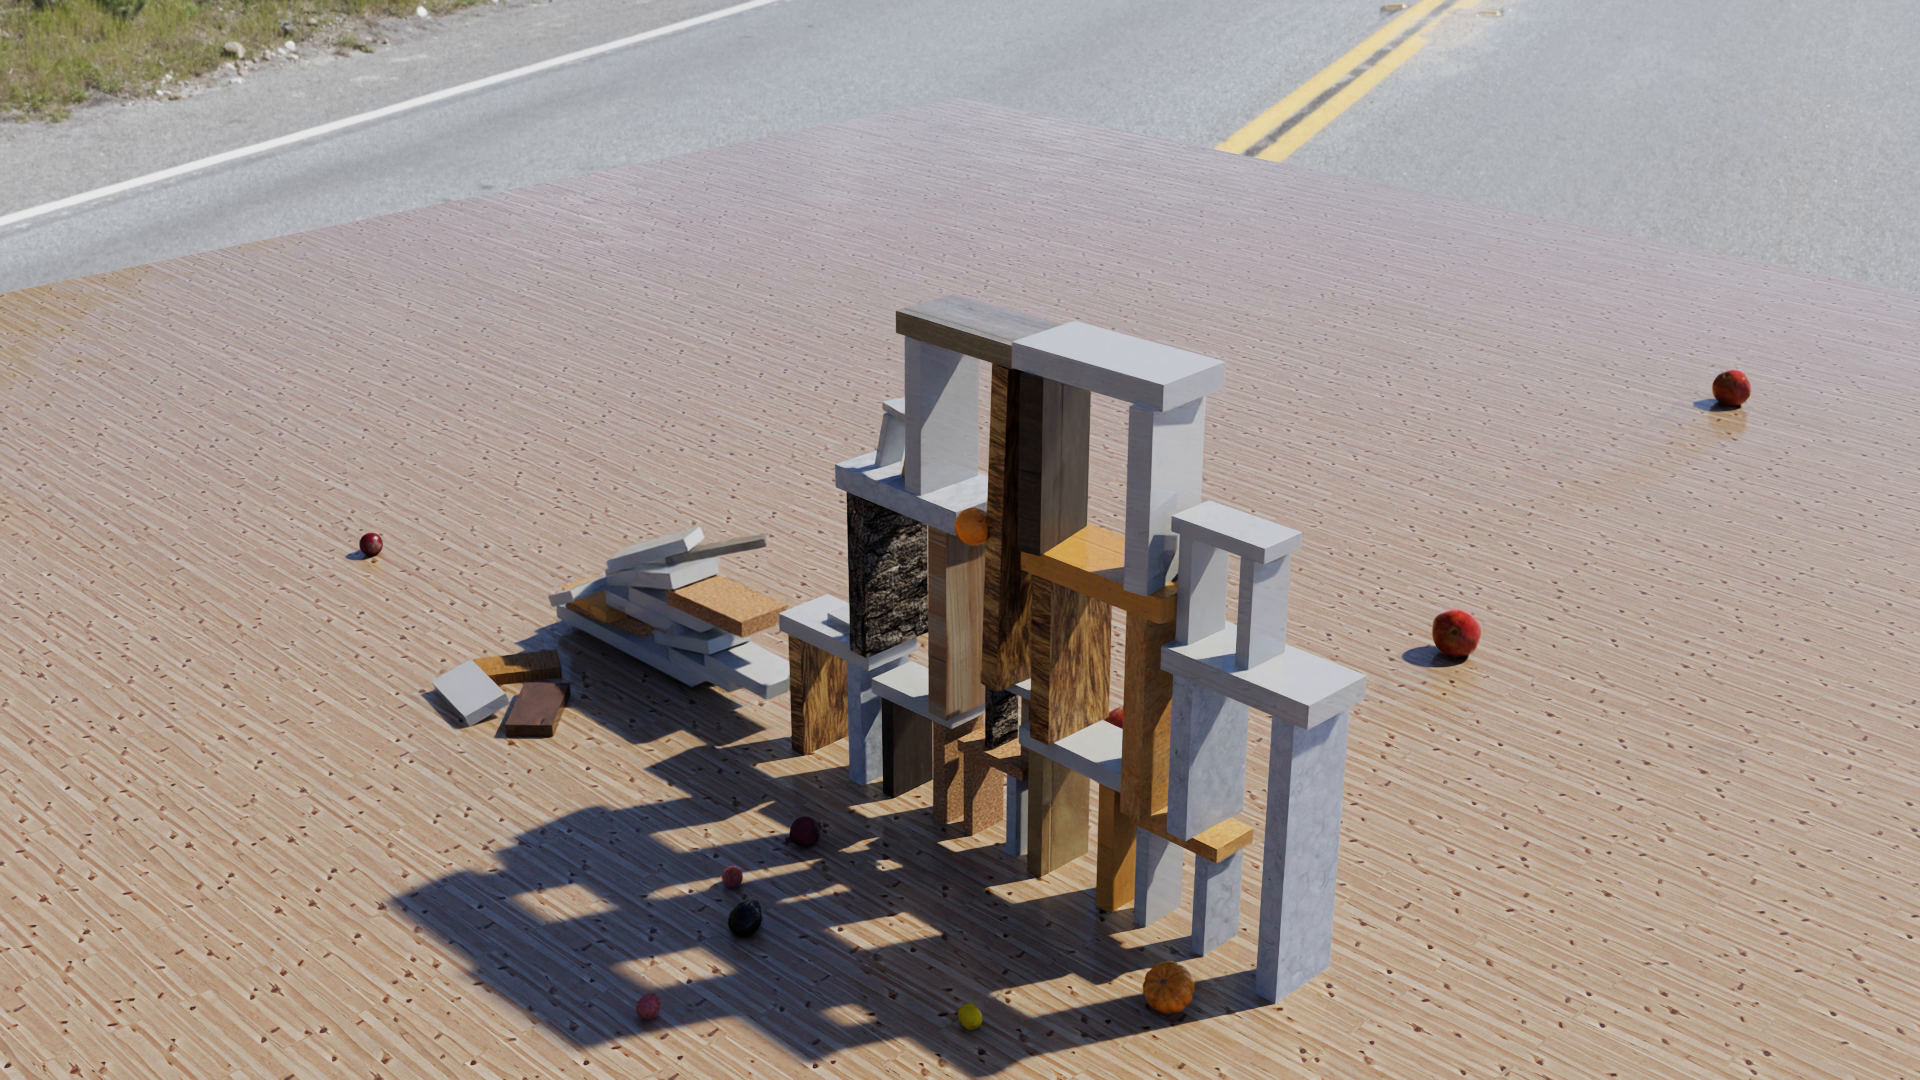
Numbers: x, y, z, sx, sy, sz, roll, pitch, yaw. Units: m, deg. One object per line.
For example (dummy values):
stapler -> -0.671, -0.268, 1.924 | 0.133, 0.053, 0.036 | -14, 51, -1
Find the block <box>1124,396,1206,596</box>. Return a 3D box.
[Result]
block -> 0.353, -0.089, 3.790 | 0.048, 0.337, 0.169 | 16, 28, 34

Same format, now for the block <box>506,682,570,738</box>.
block -> -0.929, 0.373, 4.845 | 0.102, 0.029, 0.203 | 1, 23, 1

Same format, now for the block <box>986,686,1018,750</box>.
block -> 0.081, 0.330, 4.284 | 0.020, 0.143, 0.072 | 21, 31, 41

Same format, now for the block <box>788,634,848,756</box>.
block -> -0.297, 0.308, 4.682 | 0.039, 0.274, 0.137 | 21, 31, 40

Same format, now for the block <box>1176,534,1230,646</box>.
block -> 0.420, 0.073, 3.806 | 0.100, 0.201, 0.028 | -20, 30, -39

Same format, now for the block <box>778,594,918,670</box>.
block -> -0.233, 0.190, 4.561 | 0.274, 0.039, 0.137 | 21, 31, 40

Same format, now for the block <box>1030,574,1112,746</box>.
block -> 0.207, 0.200, 4.088 | 0.166, 0.333, 0.047 | -21, 31, -40

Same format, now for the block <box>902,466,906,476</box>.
block -> -0.077, -0.178, 4.224 | 0.058, 0.115, 0.016 | -21, 46, -40

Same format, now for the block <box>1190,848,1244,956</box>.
block -> 0.466, 0.642, 3.985 | 0.029, 0.204, 0.102 | 21, 31, 40

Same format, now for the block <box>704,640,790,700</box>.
block -> -0.449, 0.282, 4.818 | 0.112, 0.032, 0.223 | -20, 30, -38

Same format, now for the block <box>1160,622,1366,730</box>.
block -> 0.516, 0.226, 3.760 | 0.159, 0.045, 0.318 | -21, 31, -40

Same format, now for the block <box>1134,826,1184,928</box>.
block -> 0.369, 0.605, 4.073 | 0.029, 0.204, 0.102 | 21, 31, 41

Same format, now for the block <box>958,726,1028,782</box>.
block -> 0.089, 0.415, 4.299 | 0.176, 0.025, 0.088 | 21, 31, 41

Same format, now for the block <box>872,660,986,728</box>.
block -> -0.058, 0.310, 4.413 | 0.225, 0.032, 0.113 | 21, 31, 39

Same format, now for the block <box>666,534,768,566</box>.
block -> -0.551, 0.021, 4.981 | 0.228, 0.019, 0.067 | -11, 12, 1

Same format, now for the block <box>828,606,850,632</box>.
block -> -0.206, 0.170, 4.532 | 0.067, 0.019, 0.133 | -19, 29, -37

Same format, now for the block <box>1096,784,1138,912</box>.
block -> 0.316, 0.552, 4.121 | 0.038, 0.266, 0.133 | 21, 31, 41

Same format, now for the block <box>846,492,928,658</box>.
block -> -0.144, 0.048, 4.406 | 0.049, 0.344, 0.172 | 21, 31, 41

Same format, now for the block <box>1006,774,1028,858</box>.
block -> 0.130, 0.524, 4.300 | 0.025, 0.176, 0.088 | 21, 31, 41

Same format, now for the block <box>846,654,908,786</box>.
block -> -0.168, 0.359, 4.563 | 0.039, 0.274, 0.137 | 21, 31, 41

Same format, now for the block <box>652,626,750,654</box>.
block -> -0.582, 0.214, 4.946 | 0.112, 0.032, 0.223 | -19, 16, -37

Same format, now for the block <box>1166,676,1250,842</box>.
block -> 0.442, 0.361, 3.905 | 0.159, 0.318, 0.045 | -20, 30, -39

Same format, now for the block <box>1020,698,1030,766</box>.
block -> 0.149, 0.357, 4.222 | 0.020, 0.143, 0.072 | 21, 31, 41

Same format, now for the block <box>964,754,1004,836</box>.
block -> 0.047, 0.491, 4.377 | 0.025, 0.176, 0.088 | 21, 31, 41

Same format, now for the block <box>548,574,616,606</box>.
block -> -0.850, 0.107, 5.101 | 0.095, 0.027, 0.190 | -12, 8, 46

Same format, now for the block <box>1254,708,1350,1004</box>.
block -> 0.592, 0.530, 3.806 | 0.045, 0.551, 0.159 | 21, 31, 41

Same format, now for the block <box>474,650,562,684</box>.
block -> -1.013, 0.293, 5.035 | 0.190, 0.027, 0.095 | -6, 24, -14

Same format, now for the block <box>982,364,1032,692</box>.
block -> 0.120, -0.033, 4.076 | 0.153, 0.646, 0.043 | -18, 31, -37

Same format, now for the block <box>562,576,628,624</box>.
block -> -0.838, 0.138, 5.144 | 0.095, 0.027, 0.190 | -19, 30, -37

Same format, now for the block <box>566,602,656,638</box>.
block -> -0.792, 0.157, 5.182 | 0.260, 0.037, 0.130 | 17, 29, 35

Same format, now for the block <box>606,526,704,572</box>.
block -> -0.694, 0.021, 5.005 | 0.203, 0.029, 0.102 | -15, 12, 19

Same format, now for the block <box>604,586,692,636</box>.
block -> -0.682, 0.147, 5.032 | 0.130, 0.037, 0.260 | -20, 29, -40

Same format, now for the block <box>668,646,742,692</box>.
block -> -0.540, 0.273, 4.918 | 0.112, 0.032, 0.223 | -20, 30, -39

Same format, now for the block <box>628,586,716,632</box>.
block -> -0.616, 0.137, 4.956 | 0.130, 0.037, 0.261 | -21, 29, -40

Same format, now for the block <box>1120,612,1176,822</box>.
block -> 0.367, 0.293, 3.958 | 0.167, 0.403, 0.047 | -21, 31, -40

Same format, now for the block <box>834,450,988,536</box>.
block -> -0.064, -0.101, 4.253 | 0.172, 0.049, 0.344 | -20, 30, -39

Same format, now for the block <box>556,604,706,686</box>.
block -> -0.736, 0.222, 5.124 | 0.130, 0.037, 0.515 | -21, 31, -40

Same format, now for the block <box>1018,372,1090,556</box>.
block -> 0.170, -0.159, 3.953 | 0.048, 0.338, 0.169 | 15, 27, 30

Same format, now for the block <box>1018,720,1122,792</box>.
block -> 0.251, 0.389, 4.117 | 0.133, 0.038, 0.265 | -20, 30, -39

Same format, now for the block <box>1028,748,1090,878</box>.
block -> 0.191, 0.503, 4.235 | 0.133, 0.265, 0.038 | -21, 31, -40

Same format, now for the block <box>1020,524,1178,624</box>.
block -> 0.287, 0.055, 3.942 | 0.166, 0.047, 0.333 | -21, 31, -41

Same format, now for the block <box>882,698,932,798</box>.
block -> -0.108, 0.407, 4.513 | 0.032, 0.225, 0.113 | 21, 31, 41

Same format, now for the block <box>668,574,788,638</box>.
block -> -0.511, 0.142, 4.837 | 0.130, 0.037, 0.261 | -21, 29, -40

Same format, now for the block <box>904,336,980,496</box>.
block -> -0.034, -0.250, 4.152 | 0.153, 0.305, 0.043 | -21, 31, -40

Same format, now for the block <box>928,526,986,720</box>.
block -> 0.017, 0.137, 4.268 | 0.049, 0.400, 0.172 | 22, 31, 40

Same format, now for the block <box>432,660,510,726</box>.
block -> -1.089, 0.339, 4.888 | 0.102, 0.029, 0.203 | -31, 34, -21

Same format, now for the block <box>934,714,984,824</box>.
block -> -0.004, 0.448, 4.416 | 0.032, 0.225, 0.112 | 20, 30, 39

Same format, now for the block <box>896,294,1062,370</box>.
block -> 0.043, -0.383, 4.017 | 0.153, 0.043, 0.305 | -21, 30, -40

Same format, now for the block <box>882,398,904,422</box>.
block -> -0.096, -0.246, 4.216 | 0.058, 0.016, 0.115 | -13, 26, -28

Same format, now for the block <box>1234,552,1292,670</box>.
block -> 0.513, 0.110, 3.718 | 0.100, 0.201, 0.028 | -21, 31, -40

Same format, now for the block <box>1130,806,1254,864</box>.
block -> 0.418, 0.517, 3.983 | 0.102, 0.029, 0.204 | -21, 31, -40

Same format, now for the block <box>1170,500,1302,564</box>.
block -> 0.466, -0.014, 3.718 | 0.100, 0.028, 0.201 | -21, 31, -40

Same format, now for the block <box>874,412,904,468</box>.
block -> -0.130, -0.199, 4.275 | 0.058, 0.115, 0.016 | -20, 45, -39

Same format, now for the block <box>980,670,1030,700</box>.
block -> 0.115, 0.268, 4.220 | 0.143, 0.020, 0.072 | 21, 31, 40

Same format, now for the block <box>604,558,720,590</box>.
block -> -0.679, 0.070, 4.995 | 0.131, 0.037, 0.261 | -21, 15, -40

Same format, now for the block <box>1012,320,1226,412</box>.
block -> 0.271, -0.303, 3.800 | 0.338, 0.048, 0.169 | 20, 30, 39
